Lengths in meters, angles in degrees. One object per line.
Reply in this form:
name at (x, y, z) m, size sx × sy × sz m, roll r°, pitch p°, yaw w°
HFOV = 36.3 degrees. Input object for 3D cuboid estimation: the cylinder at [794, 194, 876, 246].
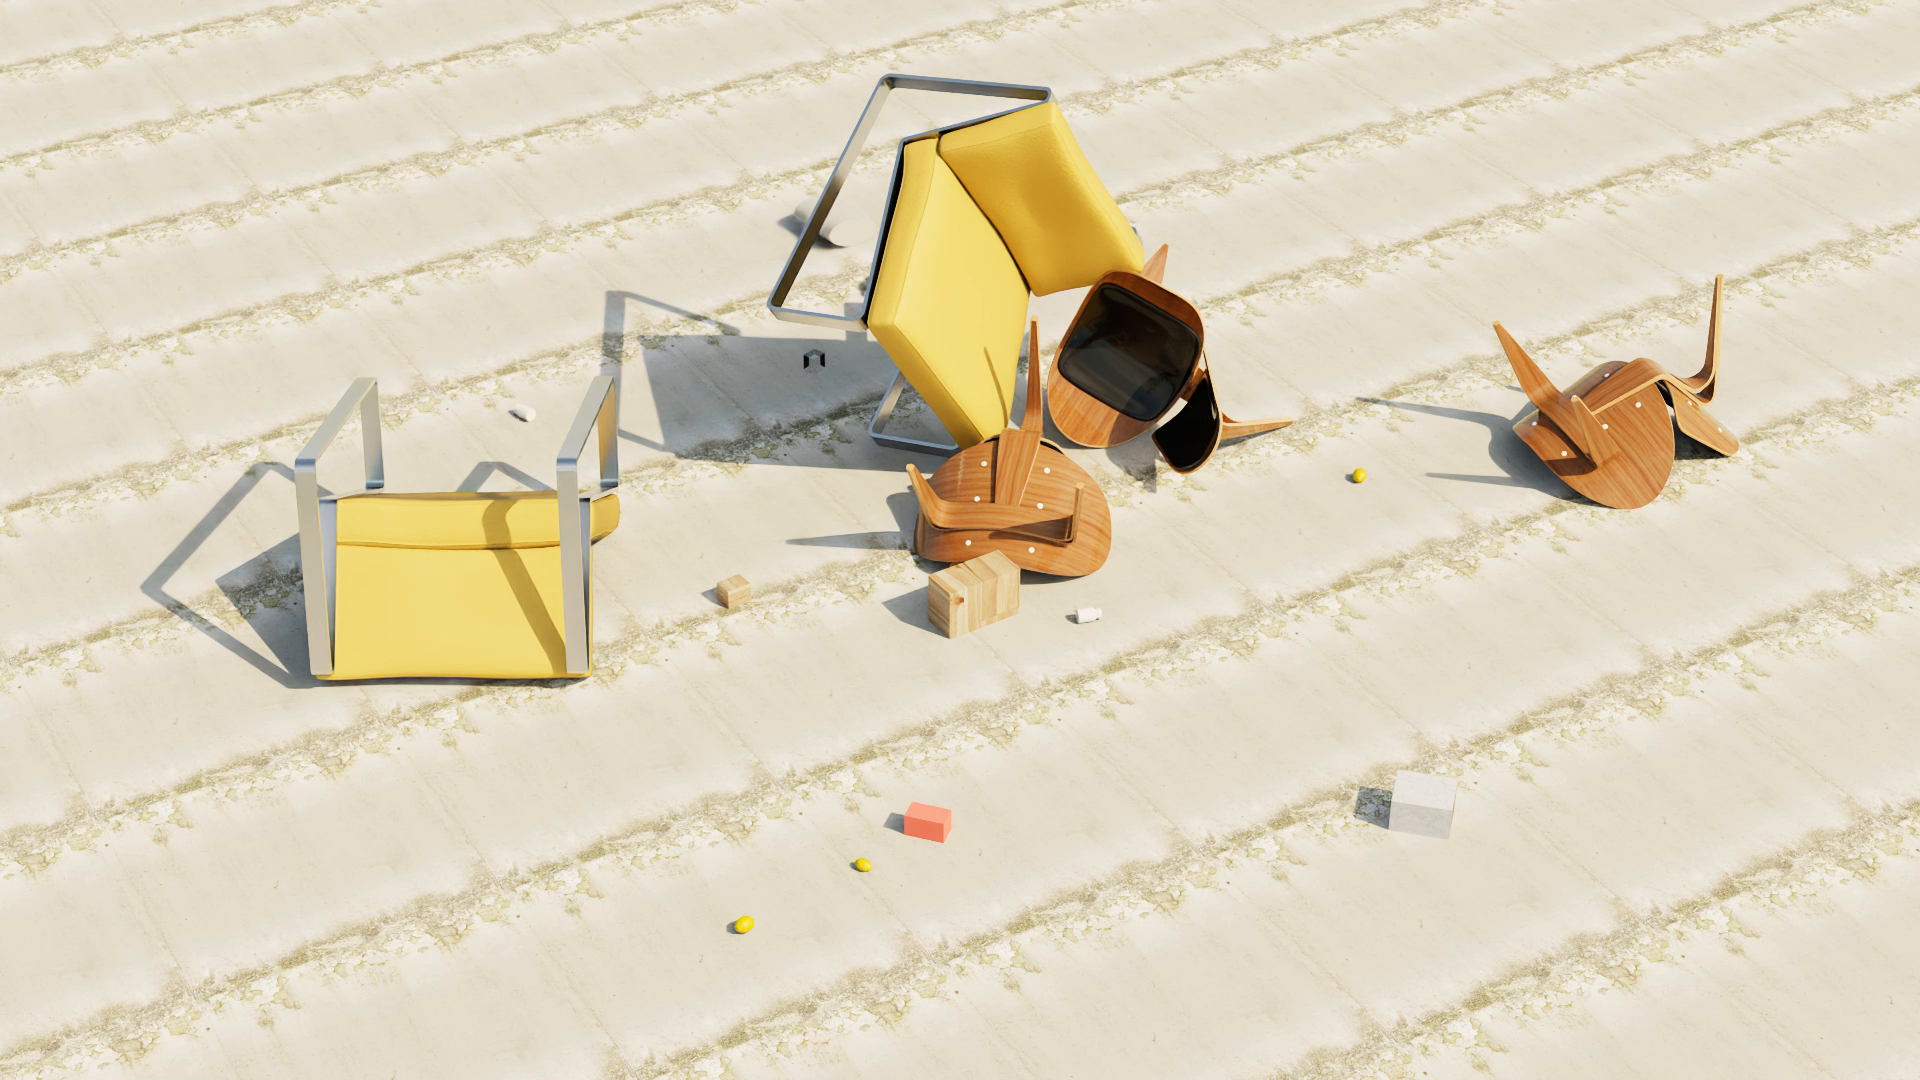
cylinder at (-0.551, -1.413, 12.967) m, size 0.250 × 0.131 × 0.279 m, roll -13°, pitch 34°, yaw -35°

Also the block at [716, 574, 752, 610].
block at (-0.816, 0.186, 10.593) m, size 0.097 × 0.076 × 0.074 m, roll -22°, pitch 40°, yaw -30°

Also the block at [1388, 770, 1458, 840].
block at (1.506, 0.860, 9.530) m, size 0.195 × 0.121 × 0.170 m, roll 8°, pitch 34°, yaw 12°

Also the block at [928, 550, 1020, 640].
block at (0.051, 0.194, 10.472) m, size 0.298 × 0.195 × 0.141 m, roll -20°, pitch 38°, yaw -27°

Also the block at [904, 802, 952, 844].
block at (-0.104, 0.913, 9.486) m, size 0.134 × 0.079 × 0.077 m, roll 11°, pitch 35°, yaw 16°

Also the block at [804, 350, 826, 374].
block at (-0.596, -0.732, 11.995) m, size 0.058 × 0.066 × 0.068 m, roll 24°, pitch 40°, yaw 31°
